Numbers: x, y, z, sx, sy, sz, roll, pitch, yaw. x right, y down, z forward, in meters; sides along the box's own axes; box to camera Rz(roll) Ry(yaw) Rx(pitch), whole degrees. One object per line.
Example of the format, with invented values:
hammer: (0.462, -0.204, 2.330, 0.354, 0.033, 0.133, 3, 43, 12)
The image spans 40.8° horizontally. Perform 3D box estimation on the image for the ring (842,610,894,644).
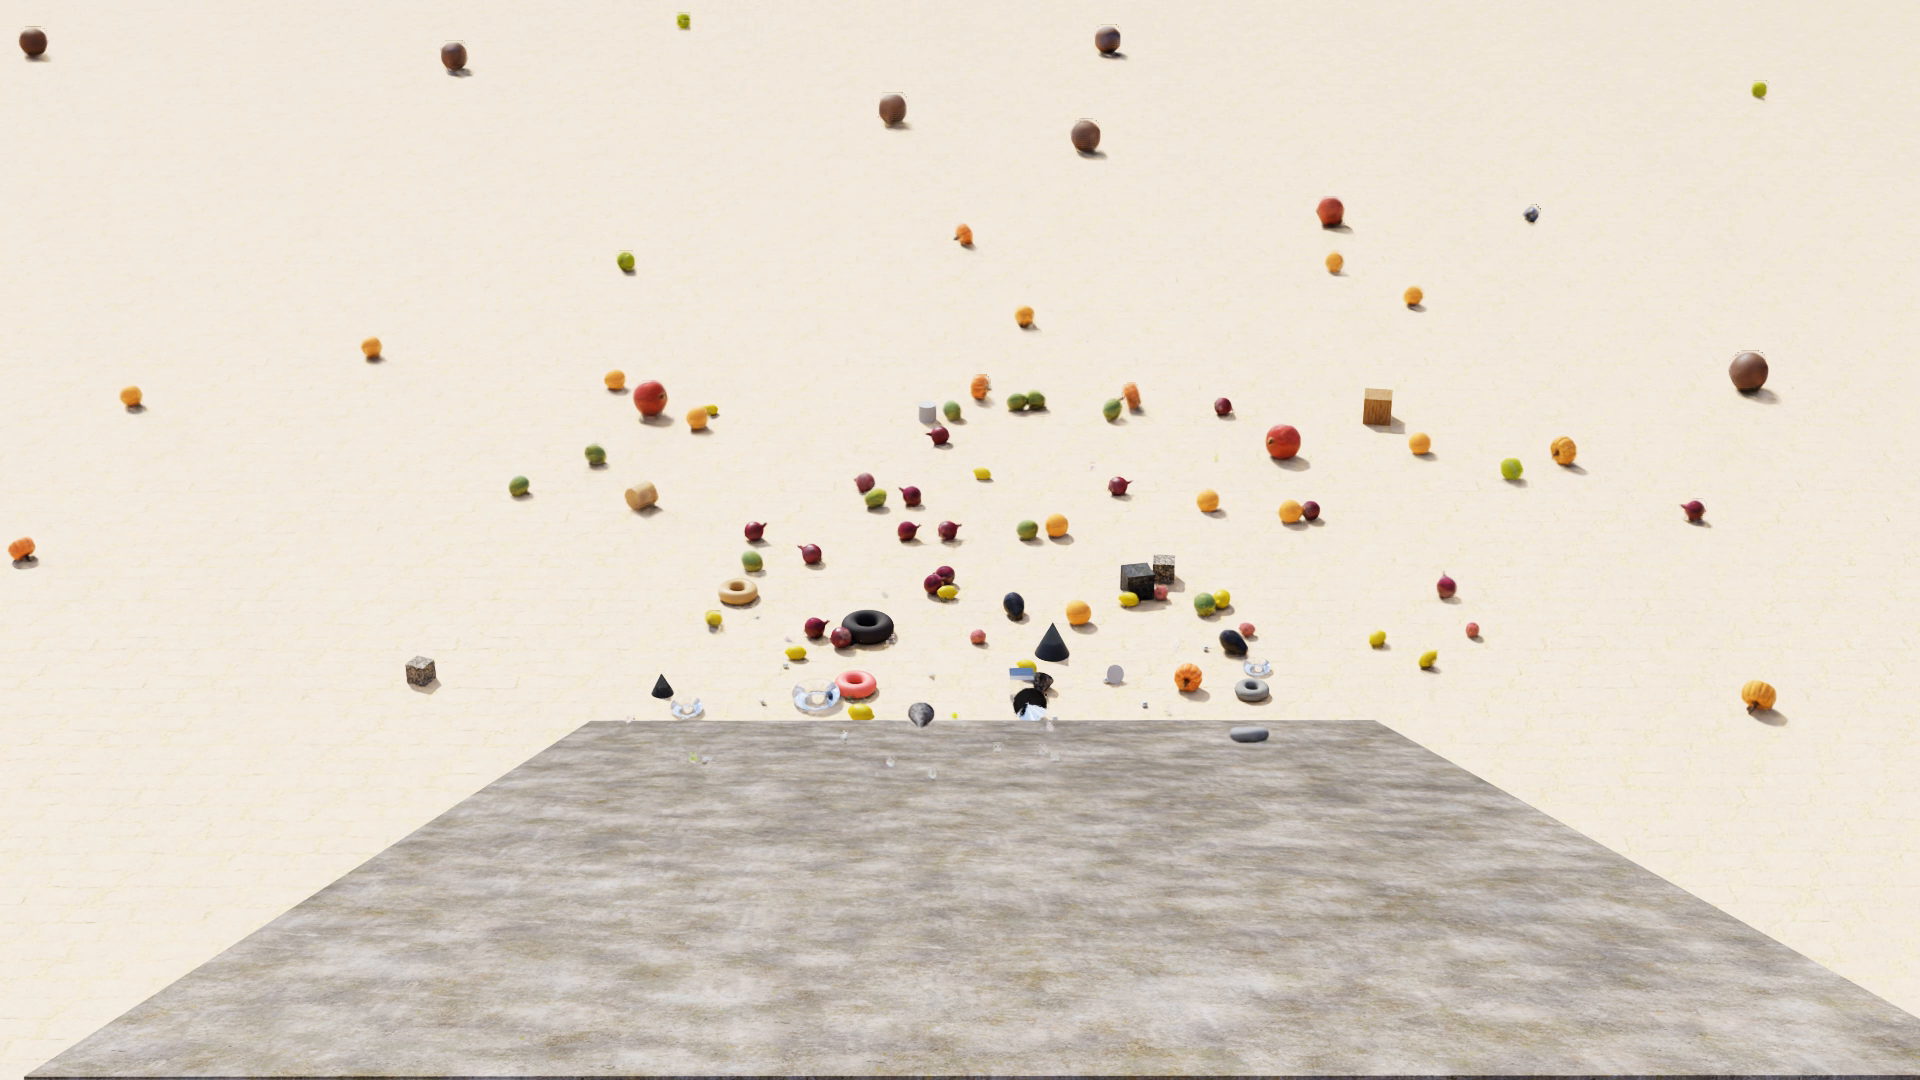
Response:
ring: (-0.256, 0.241, 7.161, 0.148, 0.049, 0.148, 1, 28, 0)

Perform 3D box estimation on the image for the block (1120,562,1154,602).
block: (0.506, 0.120, 7.366, 0.079, 0.079, 0.079, -6, 27, -11)

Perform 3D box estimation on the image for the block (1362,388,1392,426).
block: (1.368, -0.436, 8.454, 0.090, 0.090, 0.090, 5, 27, 9)

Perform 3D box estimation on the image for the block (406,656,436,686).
block: (-1.448, 0.352, 6.933, 0.056, 0.056, 0.056, 11, 29, 21)

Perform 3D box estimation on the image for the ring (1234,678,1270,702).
ring: (0.777, 0.399, 6.869, 0.093, 0.031, 0.093, -1, 28, 0)

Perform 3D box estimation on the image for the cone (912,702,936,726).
cone: (-0.098, 0.448, 6.413, 0.067, 0.067, 0.067, 8, 51, 15)

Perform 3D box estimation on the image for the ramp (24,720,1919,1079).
ramp: (0.061, 0.548, 4.584, 2.000, 0.100, 4.000, 0, 1, 0)

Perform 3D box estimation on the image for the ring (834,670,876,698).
ring: (-0.279, 0.385, 6.888, 0.114, 0.038, 0.114, 1, 27, -1)

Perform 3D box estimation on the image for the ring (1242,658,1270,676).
ring: (0.804, 0.342, 6.988, 0.076, 0.025, 0.076, -1, 28, 0)

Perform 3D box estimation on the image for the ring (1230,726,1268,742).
ring: (0.677, 0.454, 6.045, 0.092, 0.031, 0.092, -1, 1, 0)

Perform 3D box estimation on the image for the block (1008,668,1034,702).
block: (0.164, 0.384, 6.859, 0.065, 0.065, 0.065, -1, 27, -1)

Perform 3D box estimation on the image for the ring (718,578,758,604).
ring: (-0.633, 0.146, 7.359, 0.116, 0.039, 0.116, 1, 28, 0)

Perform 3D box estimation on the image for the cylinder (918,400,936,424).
cylinder: (-0.107, -0.418, 8.455, 0.057, 0.057, 0.057, 0, 27, 0)

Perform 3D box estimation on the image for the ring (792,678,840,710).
ring: (-0.382, 0.408, 6.837, 0.129, 0.043, 0.129, -1, 27, 1)

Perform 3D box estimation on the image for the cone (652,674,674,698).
cone: (-0.793, 0.380, 6.871, 0.062, 0.062, 0.062, 0, 27, 0)

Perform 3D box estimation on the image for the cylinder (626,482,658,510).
cylinder: (-0.972, -0.134, 7.879, 0.071, 0.071, 0.071, 23, 35, 37)

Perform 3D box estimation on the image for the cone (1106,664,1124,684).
cone: (0.405, 0.362, 6.949, 0.054, 0.054, 0.054, -14, 3, -25)

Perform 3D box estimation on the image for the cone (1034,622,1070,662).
cone: (0.253, 0.266, 7.055, 0.098, 0.098, 0.098, 0, 27, 0)

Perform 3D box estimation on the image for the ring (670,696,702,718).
ring: (-0.719, 0.438, 6.793, 0.087, 0.029, 0.087, -1, 27, 1)

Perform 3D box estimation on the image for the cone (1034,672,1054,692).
cone: (0.213, 0.394, 6.881, 0.061, 0.061, 0.061, 9, 55, 17)

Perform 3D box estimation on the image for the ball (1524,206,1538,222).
ball: (2.248, -1.281, 10.159, 0.059, 0.059, 0.059, 0, 27, 0)

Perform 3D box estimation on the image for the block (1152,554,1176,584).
block: (0.588, 0.085, 7.452, 0.064, 0.064, 0.064, 3, 27, 5)

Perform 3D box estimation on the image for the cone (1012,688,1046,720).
cone: (0.177, 0.431, 6.794, 0.090, 0.090, 0.090, -3, 0, -6)
